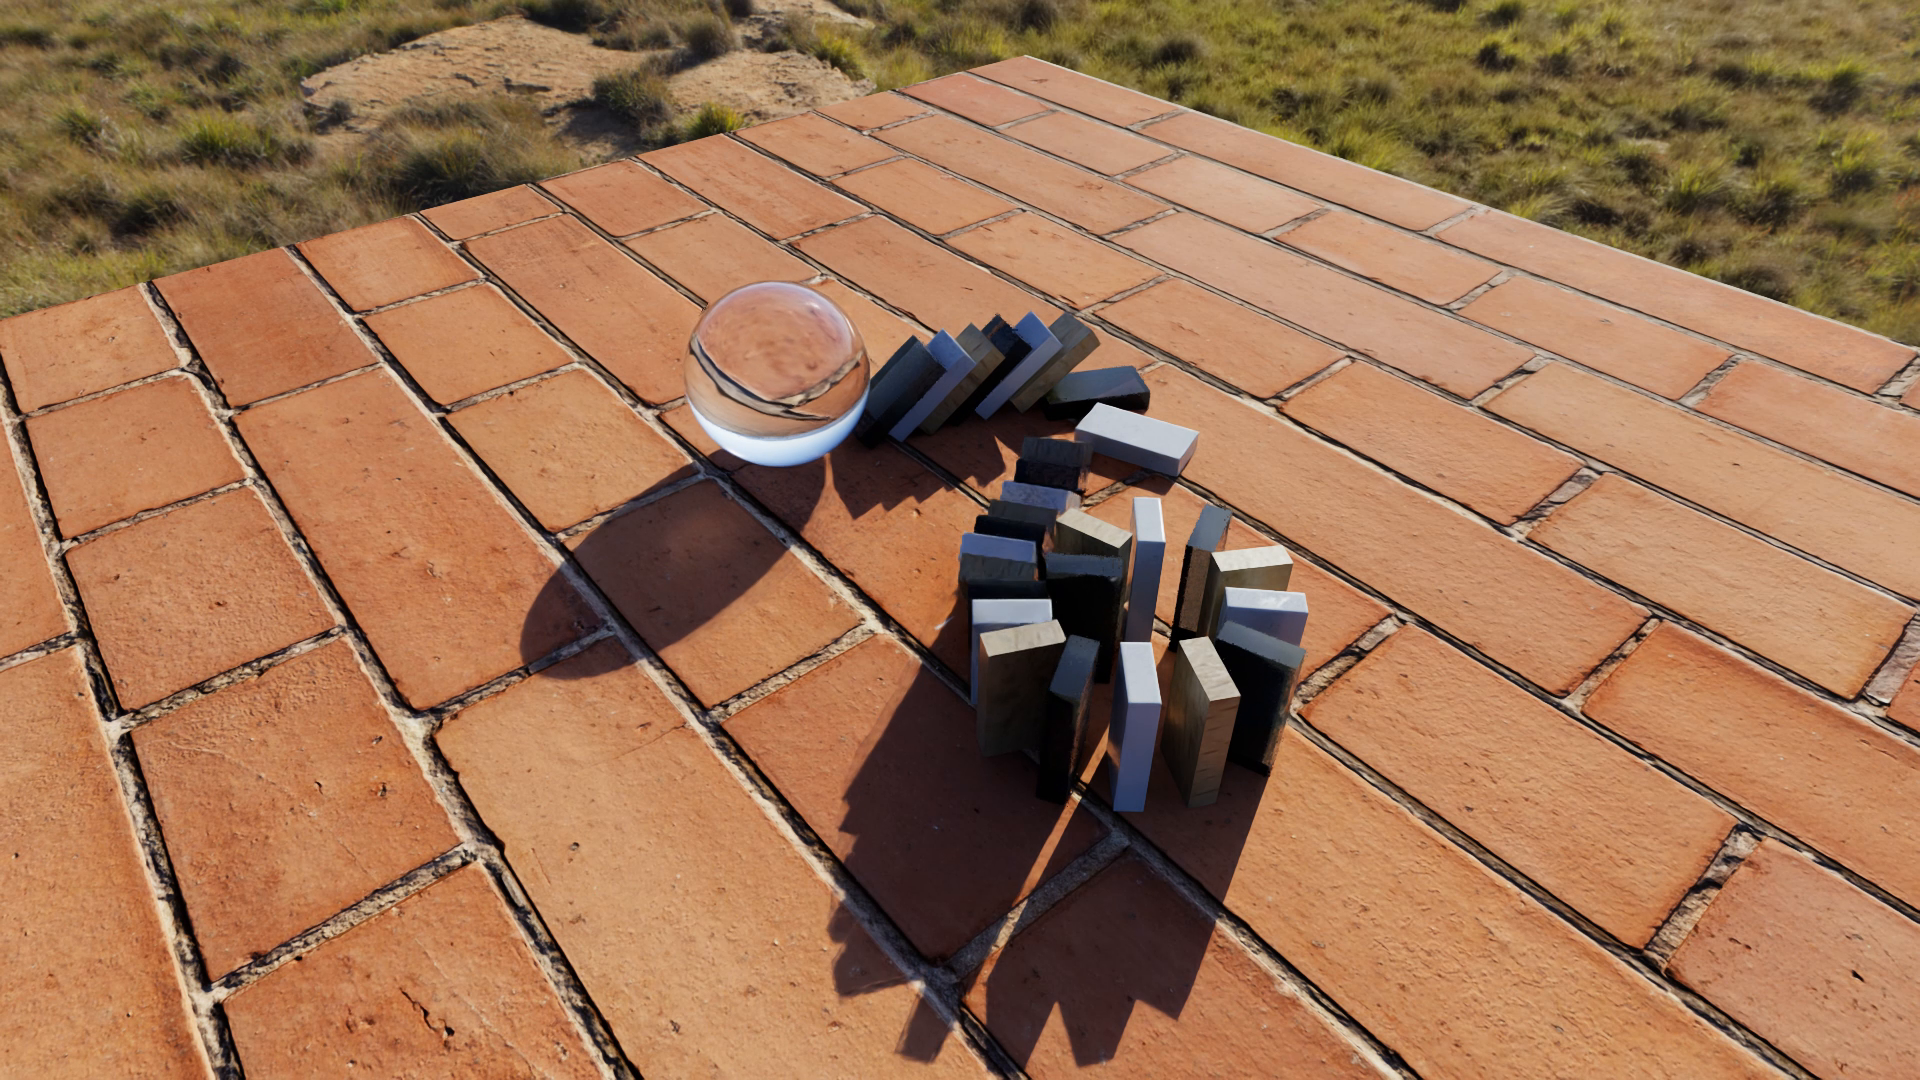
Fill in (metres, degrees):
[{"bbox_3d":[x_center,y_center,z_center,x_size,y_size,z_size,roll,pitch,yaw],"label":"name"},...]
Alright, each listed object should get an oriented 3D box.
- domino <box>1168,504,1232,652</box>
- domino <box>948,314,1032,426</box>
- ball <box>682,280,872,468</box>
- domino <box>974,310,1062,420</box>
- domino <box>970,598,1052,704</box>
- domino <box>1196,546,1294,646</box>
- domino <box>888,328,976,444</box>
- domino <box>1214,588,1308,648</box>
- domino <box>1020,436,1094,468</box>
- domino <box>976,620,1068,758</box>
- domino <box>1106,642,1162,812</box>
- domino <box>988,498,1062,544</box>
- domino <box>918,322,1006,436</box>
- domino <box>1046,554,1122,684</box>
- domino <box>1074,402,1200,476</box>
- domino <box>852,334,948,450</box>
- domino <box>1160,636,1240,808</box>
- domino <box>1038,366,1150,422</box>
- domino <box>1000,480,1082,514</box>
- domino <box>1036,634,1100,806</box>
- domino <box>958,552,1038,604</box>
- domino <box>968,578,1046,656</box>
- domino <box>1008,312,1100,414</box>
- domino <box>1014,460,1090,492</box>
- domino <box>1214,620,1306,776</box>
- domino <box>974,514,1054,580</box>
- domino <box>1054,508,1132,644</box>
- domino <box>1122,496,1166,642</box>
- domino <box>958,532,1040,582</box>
[{"bbox_3d":[0.086,0.015,0.393,0.009,0.050,0.025,16,42,19],"label":"domino"},{"bbox_3d":[0.008,-0.080,0.517,0.050,0.010,0.025,-45,44,10],"label":"domino"},{"bbox_3d":[-0.079,-0.071,0.475,0.080,0.080,0.080,0,39,0],"label":"ball"},{"bbox_3d":[0.023,-0.083,0.520,0.050,0.010,0.025,-43,42,13],"label":"domino"},{"bbox_3d":[0.016,0.038,0.365,0.025,0.050,0.010,-1,52,-1],"label":"domino"},{"bbox_3d":[0.097,0.025,0.381,0.025,0.050,0.009,-6,40,-7],"label":"domino"},{"bbox_3d":[-0.018,-0.071,0.506,0.050,0.010,0.025,-45,44,10],"label":"domino"},{"bbox_3d":[0.097,0.038,0.365,0.025,0.050,0.009,4,40,5],"label":"domino"},{"bbox_3d":[0.042,-0.038,0.469,0.025,0.009,0.050,8,7,10],"label":"domino"},{"bbox_3d":[0.019,0.048,0.352,0.025,0.050,0.009,-10,43,-11],"label":"domino"},{"bbox_3d":[0.053,0.058,0.340,0.010,0.050,0.025,1,39,1],"label":"domino"},{"bbox_3d":[0.027,-0.006,0.425,0.025,0.010,0.050,10,-4,12],"label":"domino"},{"bbox_3d":[-0.004,-0.075,0.511,0.050,0.010,0.025,-45,44,10],"label":"domino"},{"bbox_3d":[0.041,0.028,0.378,0.025,0.050,0.010,4,40,5],"label":"domino"},{"bbox_3d":[0.080,-0.046,0.500,0.050,0.010,0.025,20,43,22],"label":"domino"},{"bbox_3d":[-0.031,-0.067,0.502,0.050,0.010,0.025,-45,44,10],"label":"domino"},{"bbox_3d":[0.074,0.057,0.342,0.009,0.050,0.025,-8,40,-9],"label":"domino"},{"bbox_3d":[0.063,-0.071,0.530,0.050,0.009,0.025,-8,40,-10],"label":"domino"},{"bbox_3d":[0.033,-0.016,0.440,0.025,0.010,0.050,10,2,12],"label":"domino"},{"bbox_3d":[0.033,0.056,0.342,0.009,0.050,0.025,14,41,13],"label":"domino"},{"bbox_3d":[0.015,0.019,0.390,0.025,0.050,0.010,8,71,10],"label":"domino"},{"bbox_3d":[0.016,0.028,0.377,0.025,0.050,0.009,2,64,3],"label":"domino"},{"bbox_3d":[0.040,-0.085,0.526,0.050,0.010,0.025,-41,41,2],"label":"domino"},{"bbox_3d":[0.039,-0.027,0.455,0.025,0.010,0.050,9,5,10],"label":"domino"},{"bbox_3d":[0.091,0.051,0.349,0.025,0.050,0.009,21,44,24],"label":"domino"},{"bbox_3d":[0.021,0.003,0.411,0.025,0.050,0.009,10,78,12],"label":"domino"},{"bbox_3d":[0.046,0.015,0.393,0.025,0.050,0.010,25,46,27],"label":"domino"},{"bbox_3d":[0.066,0.012,0.397,0.009,0.050,0.025,3,39,3],"label":"domino"},{"bbox_3d":[0.015,0.012,0.399,0.025,0.050,0.009,8,71,10],"label":"domino"}]
